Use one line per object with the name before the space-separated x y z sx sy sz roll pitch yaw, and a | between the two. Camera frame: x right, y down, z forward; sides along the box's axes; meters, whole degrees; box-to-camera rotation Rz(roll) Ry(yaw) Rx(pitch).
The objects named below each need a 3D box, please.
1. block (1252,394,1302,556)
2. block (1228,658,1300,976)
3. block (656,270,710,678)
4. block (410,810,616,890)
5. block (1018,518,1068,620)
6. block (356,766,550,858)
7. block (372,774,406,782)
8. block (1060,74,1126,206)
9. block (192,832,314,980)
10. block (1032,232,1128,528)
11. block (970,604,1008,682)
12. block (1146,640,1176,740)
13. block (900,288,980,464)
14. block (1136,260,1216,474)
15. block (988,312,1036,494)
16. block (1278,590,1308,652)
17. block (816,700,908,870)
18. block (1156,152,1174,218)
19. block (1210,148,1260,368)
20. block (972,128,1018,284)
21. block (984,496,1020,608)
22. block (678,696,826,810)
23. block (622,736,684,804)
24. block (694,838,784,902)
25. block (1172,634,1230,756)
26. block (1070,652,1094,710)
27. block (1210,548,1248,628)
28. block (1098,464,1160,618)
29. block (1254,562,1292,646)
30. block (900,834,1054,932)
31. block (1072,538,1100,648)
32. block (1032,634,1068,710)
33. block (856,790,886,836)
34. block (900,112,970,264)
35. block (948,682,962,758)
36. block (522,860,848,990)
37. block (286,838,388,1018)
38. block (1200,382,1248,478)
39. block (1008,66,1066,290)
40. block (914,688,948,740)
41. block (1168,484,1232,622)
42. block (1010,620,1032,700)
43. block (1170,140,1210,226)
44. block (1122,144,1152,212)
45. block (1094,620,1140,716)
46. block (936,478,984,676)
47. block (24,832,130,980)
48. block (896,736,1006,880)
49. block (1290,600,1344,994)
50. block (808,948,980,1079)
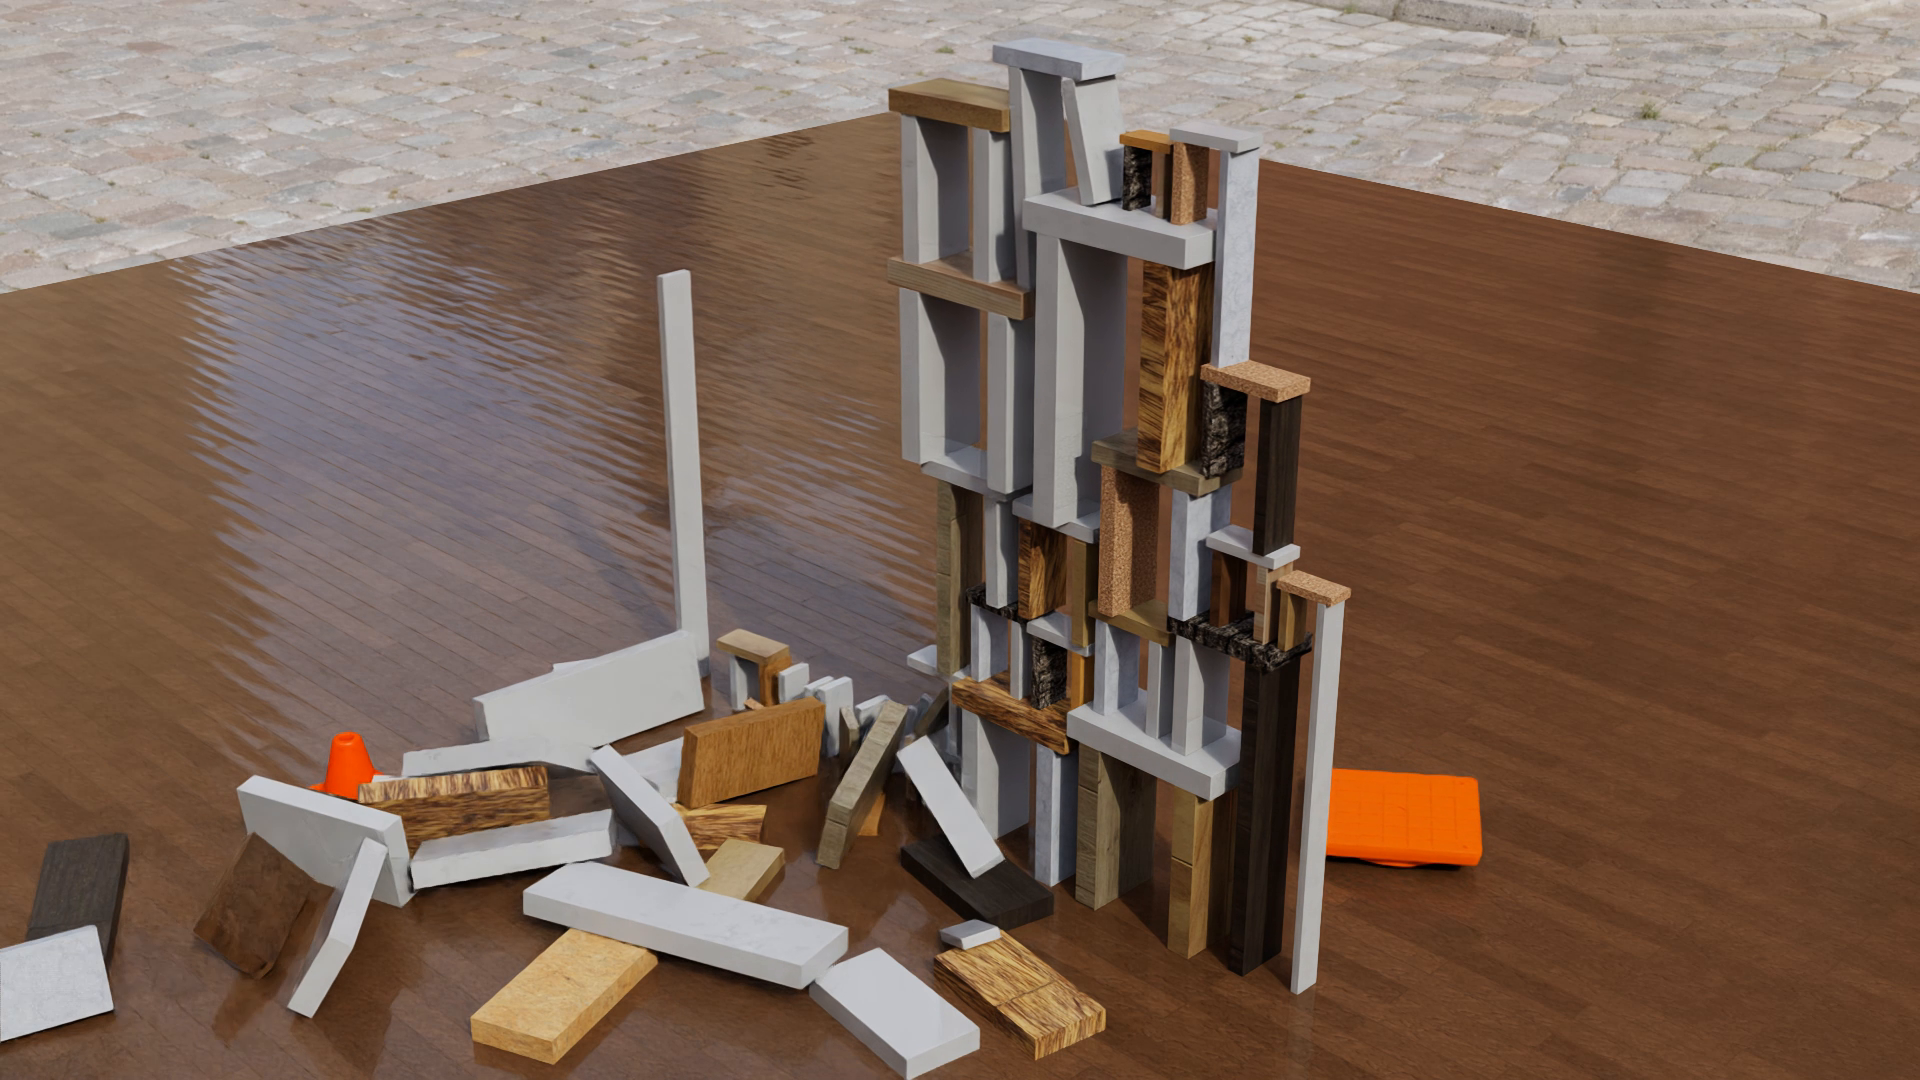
block | 0.520 -0.112 3.607 0.023 0.272 0.081 21 31 40
block | 0.532 0.477 3.851 0.032 0.614 0.113 21 31 41
block | -0.605 -0.124 4.833 0.073 0.953 0.021 -21 31 -41
block | -0.847 0.588 4.194 0.369 0.050 0.178 -9 7 -5
block | 0.154 0.040 4.079 0.099 0.199 0.028 -21 31 -40
block | -0.978 0.533 4.270 0.356 0.178 0.050 -5 44 -11
block | -1.063 0.503 4.422 0.214 0.030 0.107 5 -14 0
block | 0.232 -0.674 3.687 0.104 0.208 0.029 -21 16 -40
block | -1.287 0.666 4.019 0.041 0.146 0.292 -41 18 15
block | 0.211 -0.295 3.866 0.179 0.528 0.051 -21 31 -40
block | 0.057 0.187 4.250 0.080 0.160 0.023 -21 31 -40
block | 0.375 0.253 3.931 0.094 0.188 0.027 -21 31 -40
block | -0.036 -0.325 4.125 0.047 0.334 0.167 19 30 39
block | 0.379 -0.307 3.677 0.179 0.358 0.051 -21 31 -41
block | 0.125 -0.265 3.981 0.047 0.334 0.167 21 31 40
block | 0.555 0.126 3.668 0.054 0.109 0.015 -21 31 -40
block | -0.191 0.481 4.349 0.046 0.162 0.341 20 35 8
block | 0.346 -0.586 3.606 0.054 0.109 0.015 -21 31 -40
block | 0.444 -0.457 3.553 0.068 0.359 0.019 -17 28 -34
block | 0.084 -0.600 3.873 0.039 0.272 0.136 21 30 40
block | 0.097 0.008 4.125 0.110 0.220 0.031 -21 29 -40
block | -0.423 0.431 4.484 0.324 0.162 0.046 -11 28 -41
block | -0.532 0.458 4.570 0.350 0.050 0.175 -16 22 -40
block | -0.444 0.658 4.166 0.120 0.034 0.283 8 24 18
block | 0.426 0.257 3.874 0.113 0.227 0.032 -21 31 -40
block | 0.239 0.266 4.076 0.075 0.150 0.021 -21 31 -40
block | 0.459 0.072 3.753 0.071 0.142 0.020 -21 31 -40
block | 0.299 -0.014 3.890 0.119 0.282 0.034 -21 31 -41
block | 0.526 0.099 3.691 0.071 0.142 0.020 -21 31 -40
block | 0.030 0.647 4.182 0.150 0.043 0.301 -14 27 -30
block | 0.248 0.082 3.995 0.028 0.210 0.099 21 31 41
block | 0.168 0.238 4.141 0.075 0.150 0.021 -21 31 -41
block | -0.193 0.549 4.437 0.072 0.020 0.143 2 24 6
block | -0.044 -0.648 3.989 0.039 0.272 0.136 19 29 39
block | 0.011 0.344 4.353 0.021 0.158 0.075 20 30 39
block | -0.498 0.687 3.967 0.586 0.047 0.165 10 18 24
block | -1.109 0.687 3.929 0.047 0.165 0.330 28 18 -14
block | 0.439 -0.192 3.655 0.081 0.163 0.023 -18 29 -36
block | 0.138 -0.633 3.809 0.029 0.382 0.104 16 28 42
block | -0.033 0.337 4.397 0.075 0.149 0.021 -23 65 -42
block | 0.413 0.010 3.780 0.034 0.238 0.119 21 31 40
block | 0.132 0.216 4.181 0.080 0.160 0.023 -21 31 -40
block | 0.374 -0.584 3.567 0.068 0.136 0.019 -21 31 -41
block | 0.295 -0.606 3.653 0.054 0.109 0.015 -21 31 -41
block | 0.287 0.219 4.013 0.094 0.188 0.027 -21 31 -41
block | 0.000 0.057 4.251 0.031 0.408 0.110 15 27 31
block | -1.643 0.685 4.094 0.146 0.041 0.454 -6 24 -13
block | -0.021 0.515 4.270 0.072 0.020 0.360 -31 43 -5
block | 0.608 0.444 3.748 0.015 0.755 0.054 21 31 41
block | -0.116 0.813 3.790 0.150 0.043 0.301 -16 28 -33
